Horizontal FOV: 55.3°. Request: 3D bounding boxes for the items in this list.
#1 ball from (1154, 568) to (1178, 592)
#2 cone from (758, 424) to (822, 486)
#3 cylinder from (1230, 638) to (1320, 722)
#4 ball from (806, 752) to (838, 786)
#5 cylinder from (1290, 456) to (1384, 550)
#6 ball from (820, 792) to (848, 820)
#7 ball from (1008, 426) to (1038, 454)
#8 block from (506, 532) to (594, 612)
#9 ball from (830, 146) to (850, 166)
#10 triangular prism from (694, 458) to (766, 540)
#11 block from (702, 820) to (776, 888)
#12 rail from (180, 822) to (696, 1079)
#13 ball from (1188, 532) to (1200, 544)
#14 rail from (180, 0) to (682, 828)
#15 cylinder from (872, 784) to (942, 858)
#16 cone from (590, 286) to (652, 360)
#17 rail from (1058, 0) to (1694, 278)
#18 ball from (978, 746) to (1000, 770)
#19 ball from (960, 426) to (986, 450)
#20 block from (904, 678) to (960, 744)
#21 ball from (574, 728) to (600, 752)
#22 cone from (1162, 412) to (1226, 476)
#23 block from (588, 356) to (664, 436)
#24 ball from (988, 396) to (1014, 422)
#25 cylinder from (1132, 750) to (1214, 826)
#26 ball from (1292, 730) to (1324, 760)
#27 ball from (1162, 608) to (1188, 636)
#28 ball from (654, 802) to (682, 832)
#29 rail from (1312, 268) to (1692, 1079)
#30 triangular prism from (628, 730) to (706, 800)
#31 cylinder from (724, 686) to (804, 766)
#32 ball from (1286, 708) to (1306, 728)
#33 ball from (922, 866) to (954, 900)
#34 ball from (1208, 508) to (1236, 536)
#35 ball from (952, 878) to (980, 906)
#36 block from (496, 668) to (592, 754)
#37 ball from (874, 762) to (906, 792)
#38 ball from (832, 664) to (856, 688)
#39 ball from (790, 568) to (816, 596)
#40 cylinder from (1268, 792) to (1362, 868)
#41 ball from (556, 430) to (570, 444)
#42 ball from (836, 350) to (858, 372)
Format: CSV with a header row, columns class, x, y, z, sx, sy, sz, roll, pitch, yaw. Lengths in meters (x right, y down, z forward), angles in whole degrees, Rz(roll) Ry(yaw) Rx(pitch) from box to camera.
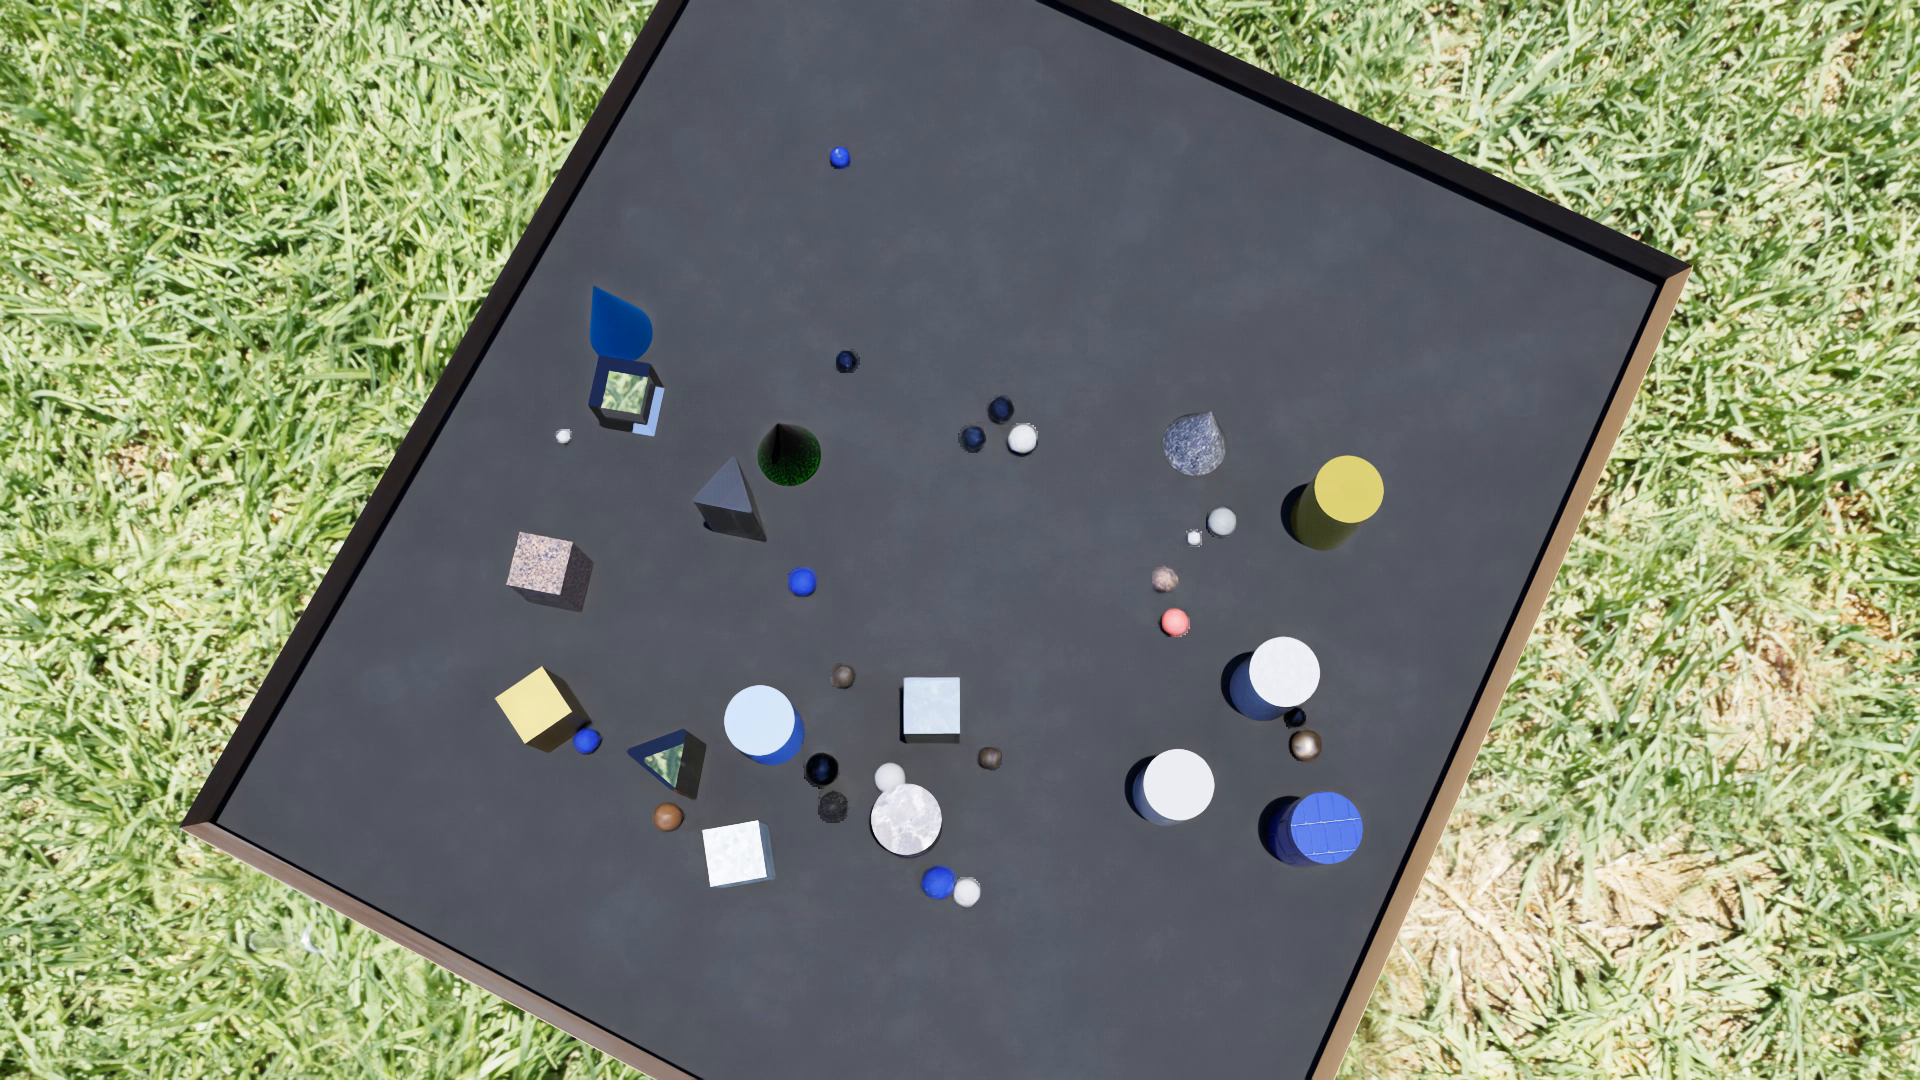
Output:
class,x,y,z,sx,sy,sz,roll,pitch,yaw
ball,0.623,0.121,5.553,0.075,0.075,0.075,0,78,0
cone,-0.528,-0.300,5.487,0.197,0.375,0.197,0,78,0
cylinder,0.911,0.409,5.334,0.197,0.387,0.197,0,78,0
ball,-0.408,0.679,5.426,0.099,0.099,0.099,0,78,0
cylinder,1.112,-0.105,5.432,0.197,0.403,0.197,0,78,0
ball,-0.373,0.786,5.410,0.085,0.085,0.085,0,78,0
ball,0.192,-0.309,5.629,0.089,0.089,0.089,0,78,0
block,-1.212,0.099,5.437,0.158,0.312,0.158,11,79,2
ball,-0.382,-1.221,5.836,0.065,0.065,0.065,0,78,0
triangular prism,-0.662,-0.126,5.433,0.171,0.410,0.148,11,79,2
block,-0.634,0.909,5.287,0.158,0.277,0.158,-10,78,-2
rail,-0.786,1.547,5.230,3.287,0.128,0.045,26,80,5
ball,0.715,-0.006,5.597,0.041,0.041,0.041,0,78,0
rail,-1.449,-0.703,5.696,0.045,0.128,3.564,26,80,5
cylinder,-0.150,0.814,5.291,0.197,0.308,0.197,0,78,0
cone,-1.063,-0.693,5.532,0.197,0.447,0.197,0,78,0
rail,0.786,-1.533,5.867,3.287,0.128,0.045,26,80,5
ball,0.088,0.647,5.448,0.067,0.067,0.067,0,78,0
ball,0.041,-0.315,5.642,0.078,0.078,0.078,0,78,0
block,-0.080,0.501,5.348,0.158,0.323,0.158,0,78,0
ball,-1.110,0.596,5.456,0.074,0.074,0.074,0,78,0
cone,0.727,-0.334,5.492,0.197,0.380,0.197,0,78,0
block,-1.013,-0.437,5.576,0.158,0.257,0.158,10,78,2
ball,0.128,-0.403,5.660,0.079,0.079,0.079,0,78,0
cylinder,0.612,0.718,5.292,0.197,0.344,0.197,0,78,0
ball,1.031,0.609,5.444,0.092,0.092,0.092,0,78,0
ball,0.647,0.247,5.524,0.081,0.081,0.081,0,78,0
ball,-0.860,0.816,5.404,0.085,0.085,0.085,0,78,0
rail,1.449,0.716,5.402,0.045,0.128,3.564,26,80,5
triangular prism,-0.808,0.623,5.274,0.171,0.418,0.148,39,81,7
cylinder,-0.564,0.543,5.325,0.197,0.351,0.197,0,78,0
ball,1.004,0.530,5.476,0.060,0.060,0.060,0,78,0
ball,-0.064,1.003,5.359,0.097,0.097,0.097,0,78,0
ball,0.799,-0.056,5.584,0.087,0.087,0.087,0,78,0
ball,0.019,1.032,5.362,0.080,0.080,0.080,0,78,0
block,-1.212,0.500,5.356,0.158,0.307,0.158,-35,80,-7
ball,-0.207,0.705,5.423,0.092,0.092,0.092,0,78,0
ball,-0.350,0.409,5.496,0.070,0.070,0.070,0,78,0
ball,-0.475,0.129,5.548,0.083,0.083,0.083,0,78,0
cylinder,1.010,0.832,5.240,0.197,0.399,0.197,0,78,0
ball,-1.224,-0.318,5.661,0.042,0.042,0.042,0,78,0
ball,-0.353,-0.557,5.697,0.068,0.068,0.068,0,78,0
